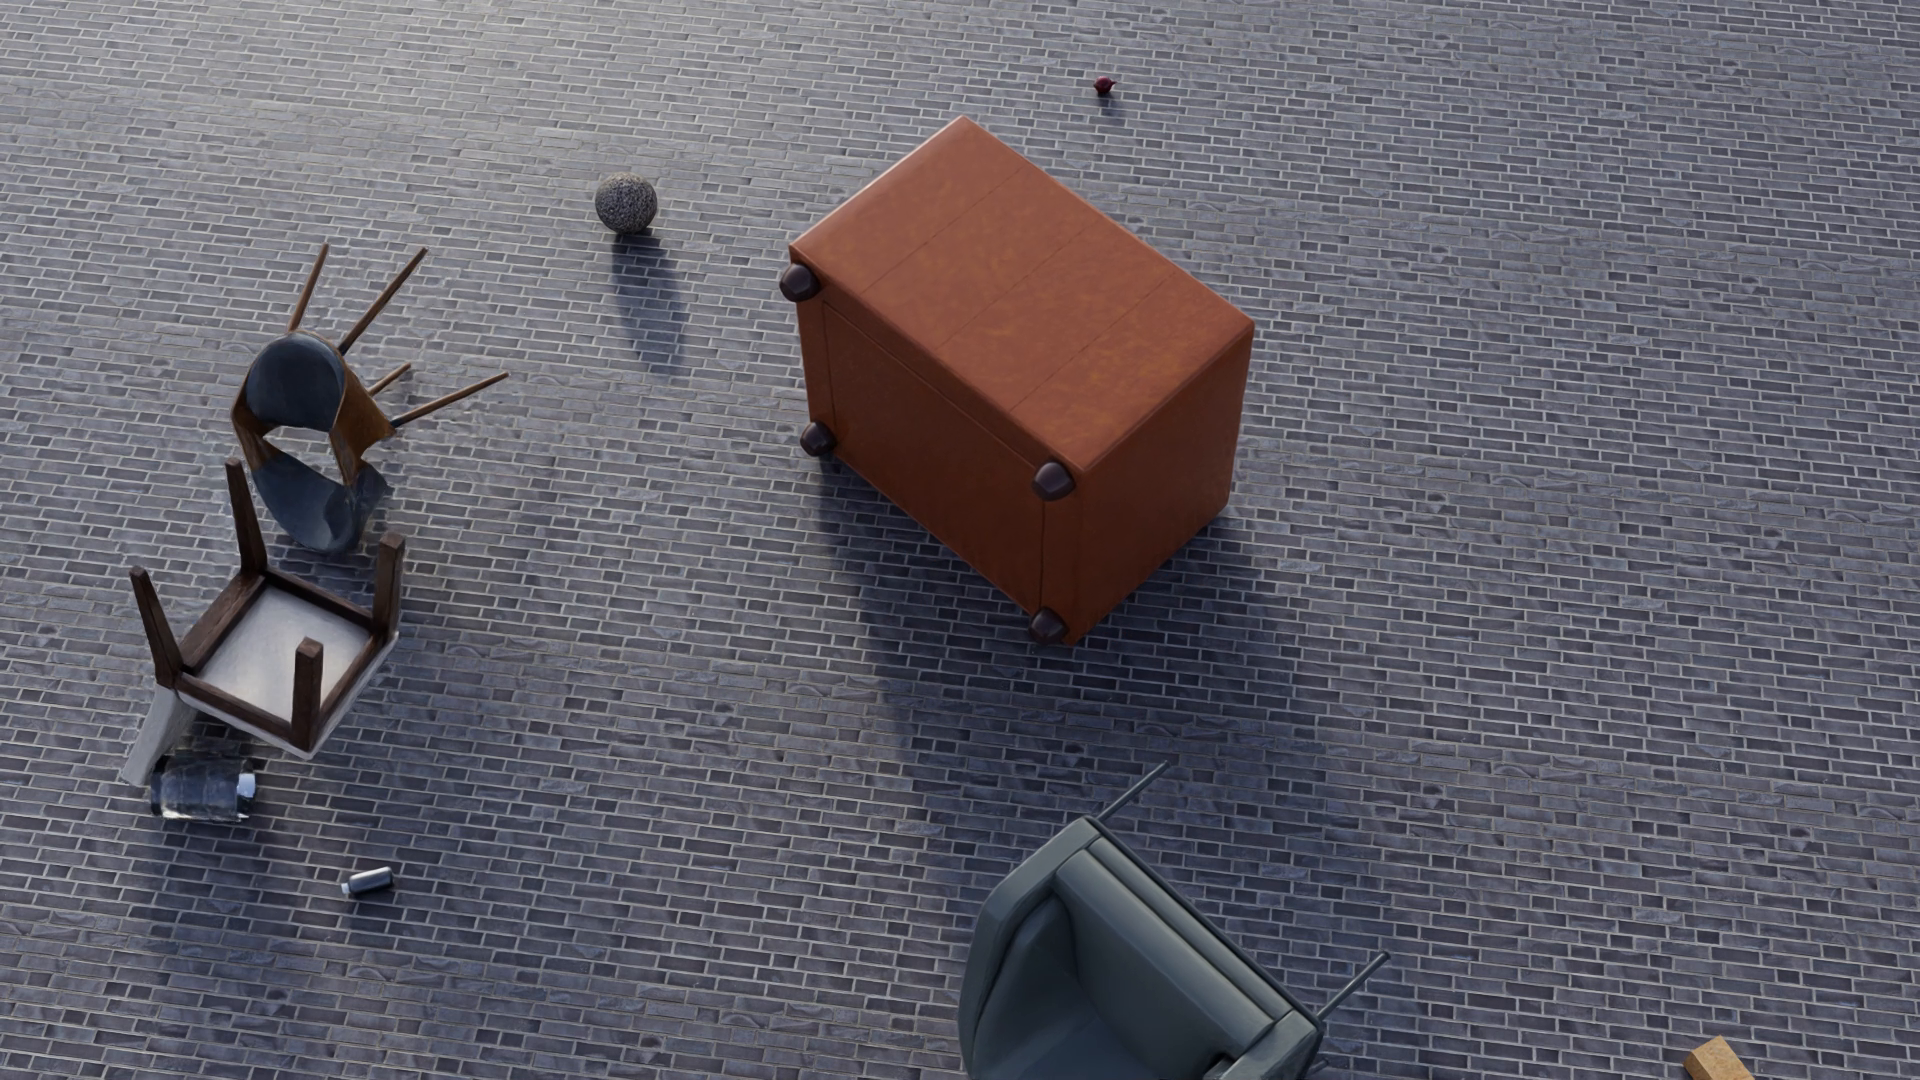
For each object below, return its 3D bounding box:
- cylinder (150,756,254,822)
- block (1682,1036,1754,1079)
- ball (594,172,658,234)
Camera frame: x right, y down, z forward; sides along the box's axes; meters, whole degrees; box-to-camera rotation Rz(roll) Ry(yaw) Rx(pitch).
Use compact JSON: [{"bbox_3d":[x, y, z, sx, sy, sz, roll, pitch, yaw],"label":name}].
[{"bbox_3d":[-2.066,0.679,6.001,0.230,0.178,0.169,3,71,-3],"label":"cylinder"},{"bbox_3d":[1.934,1.356,5.611,0.093,0.088,0.134,-24,60,-15],"label":"block"},{"bbox_3d":[-1.092,-1.104,7.193,0.202,0.202,0.202,0,56,0],"label":"ball"}]
